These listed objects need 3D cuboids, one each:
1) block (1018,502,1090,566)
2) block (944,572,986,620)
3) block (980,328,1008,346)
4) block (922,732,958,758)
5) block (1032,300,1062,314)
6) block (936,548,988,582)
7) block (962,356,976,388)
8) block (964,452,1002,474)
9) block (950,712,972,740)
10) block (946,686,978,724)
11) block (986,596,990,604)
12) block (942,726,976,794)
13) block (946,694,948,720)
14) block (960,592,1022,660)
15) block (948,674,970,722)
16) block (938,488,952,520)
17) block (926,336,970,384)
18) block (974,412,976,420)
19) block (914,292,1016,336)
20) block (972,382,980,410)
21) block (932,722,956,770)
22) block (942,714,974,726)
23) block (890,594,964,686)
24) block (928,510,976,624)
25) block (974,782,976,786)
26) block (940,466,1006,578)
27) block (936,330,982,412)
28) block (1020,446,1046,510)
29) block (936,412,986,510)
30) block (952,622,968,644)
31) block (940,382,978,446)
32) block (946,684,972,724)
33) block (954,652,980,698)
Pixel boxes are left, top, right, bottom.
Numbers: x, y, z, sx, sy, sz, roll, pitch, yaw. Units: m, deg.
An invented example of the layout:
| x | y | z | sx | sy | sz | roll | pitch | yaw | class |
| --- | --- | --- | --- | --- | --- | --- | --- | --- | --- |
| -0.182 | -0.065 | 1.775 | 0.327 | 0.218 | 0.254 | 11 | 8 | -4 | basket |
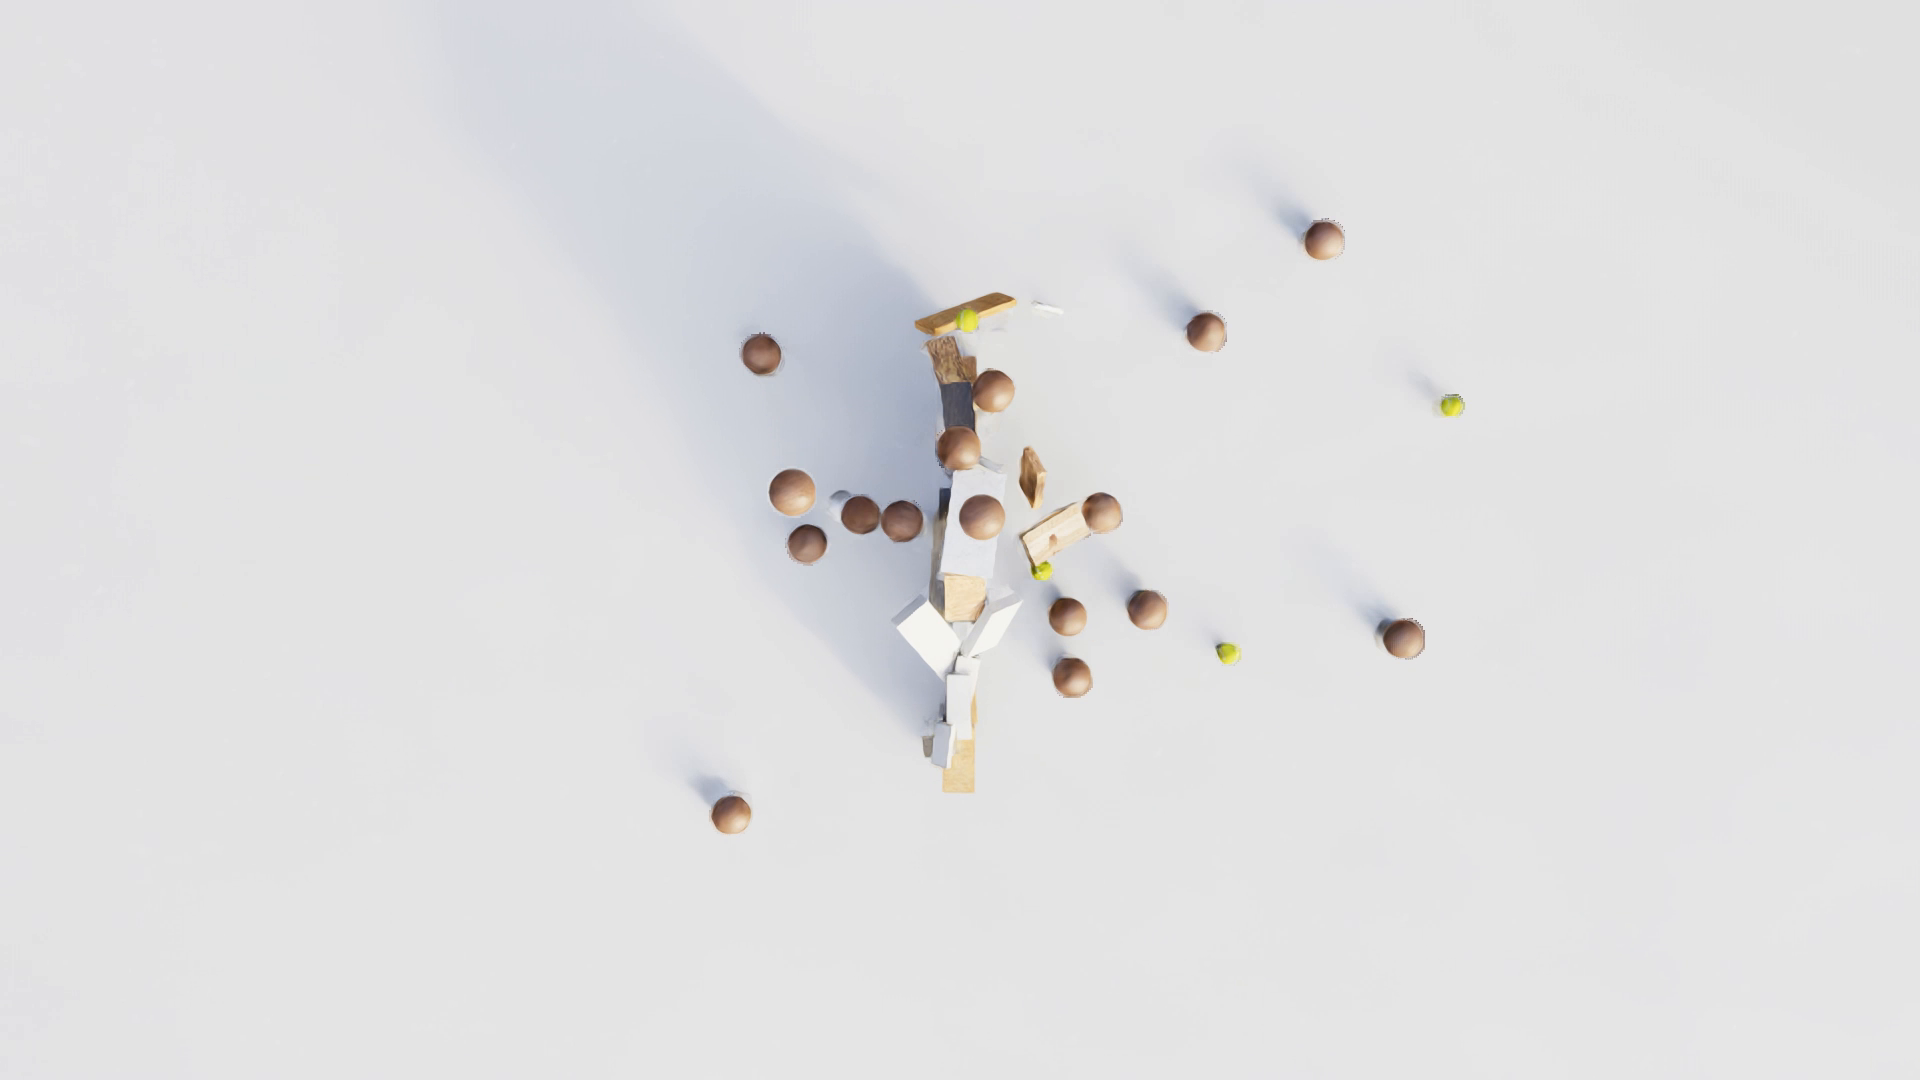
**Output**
| x | y | z | sx | sy | sz | roll | pitch | yaw | class |
| --- | --- | --- | --- | --- | --- | --- | --- | --- | --- |
| 0.295 | -0.018 | 5.157 | 0.215 | 0.030 | 0.108 | -31 | 108 | -20 | block |
| 0.016 | 0.160 | 4.999 | 0.124 | 0.248 | 0.035 | -1 | 55 | 0 | block |
| 0.113 | -0.675 | 5.493 | 0.095 | 0.014 | 0.048 | 6 | 90 | 0 | block |
| -0.063 | 0.653 | 5.251 | 0.138 | 0.020 | 0.069 | -13 | 81 | 44 | block |
| 0.288 | -0.769 | 5.441 | 0.095 | 0.048 | 0.014 | 9 | 111 | -20 | block |
| 0.019 | 0.063 | 4.961 | 0.152 | 0.304 | 0.043 | 11 | 68 | -1 | block |
| 0.006 | -0.522 | 5.110 | 0.089 | 0.177 | 0.025 | 1 | 123 | 0 | block |
| 0.059 | -0.189 | 5.040 | 0.108 | 0.215 | 0.030 | 25 | 64 | 4 | block |
| 0.001 | 0.565 | 5.232 | 0.069 | 0.020 | 0.138 | -2 | 103 | 3 | block |
| 0.006 | 0.502 | 5.302 | 0.092 | 0.026 | 0.185 | -4 | 91 | 0 | block |
| 0.007 | 0.211 | 5.330 | 0.170 | 0.340 | 0.048 | -1 | 91 | 0 | block |
| -0.004 | 0.702 | 5.274 | 0.105 | 0.030 | 0.210 | 1 | 90 | 0 | block |
| -0.001 | 0.553 | 5.408 | 0.092 | 0.185 | 0.026 | 0 | 108 | 0 | block |
| 0.096 | 0.267 | 5.115 | 0.124 | 0.248 | 0.035 | -22 | 64 | -35 | block |
| -0.003 | 0.497 | 5.197 | 0.073 | 0.021 | 0.146 | 0 | 93 | 3 | block |
| 0.014 | -0.103 | 4.960 | 0.152 | 0.304 | 0.043 | 3 | 81 | 0 | block |
| -0.038 | -0.540 | 5.044 | 0.089 | 0.025 | 0.177 | -14 | 61 | -8 | block |
| 0.004 | -0.355 | 5.055 | 0.094 | 0.187 | 0.027 | -1 | 110 | 0 | block |
| 0.021 | -0.725 | 5.276 | 0.089 | 0.377 | 0.025 | 28 | 129 | 36 | block |
| 0.009 | -0.455 | 5.082 | 0.094 | 0.231 | 0.027 | -5 | 116 | 0 | block |
| -0.053 | 0.648 | 5.214 | 0.069 | 0.020 | 0.138 | 14 | 100 | 44 | block |
| -0.004 | 0.613 | 5.394 | 0.105 | 0.210 | 0.030 | 0 | 100 | 0 | block |
| -0.079 | 0.312 | 5.106 | 0.124 | 0.426 | 0.035 | -41 | 54 | -3 | block |
| -0.005 | 0.085 | 5.135 | 0.170 | 0.048 | 0.340 | 4 | 90 | 0 | block |
| -0.004 | 0.754 | 5.394 | 0.105 | 0.210 | 0.030 | 0 | 101 | 0 | block |
| 0.039 | -0.050 | 4.786 | 0.152 | 0.043 | 0.304 | 8 | 93 | -1 | block |
| -0.001 | -0.526 | 5.211 | 0.135 | 0.038 | 0.270 | 2 | 90 | 0 | block |
| 0.231 | -0.198 | 5.263 | 0.030 | 0.215 | 0.108 | -20 | 63 | -13 | block |
| 0.002 | -0.244 | 5.169 | 0.154 | 0.044 | 0.309 | 1 | 90 | 0 | block |
| 0.000 | 0.315 | 5.393 | 0.050 | 0.014 | 0.100 | 0 | 90 | 0 | block |
| -0.004 | -0.378 | 4.954 | 0.094 | 0.027 | 0.187 | -5 | 83 | 0 | block |
| -0.002 | 0.525 | 5.251 | 0.073 | 0.021 | 0.146 | 4 | 114 | 1 | block |
| 0.017 | 0.435 | 5.229 | 0.073 | 0.021 | 0.175 | 8 | 125 | -3 | block |
